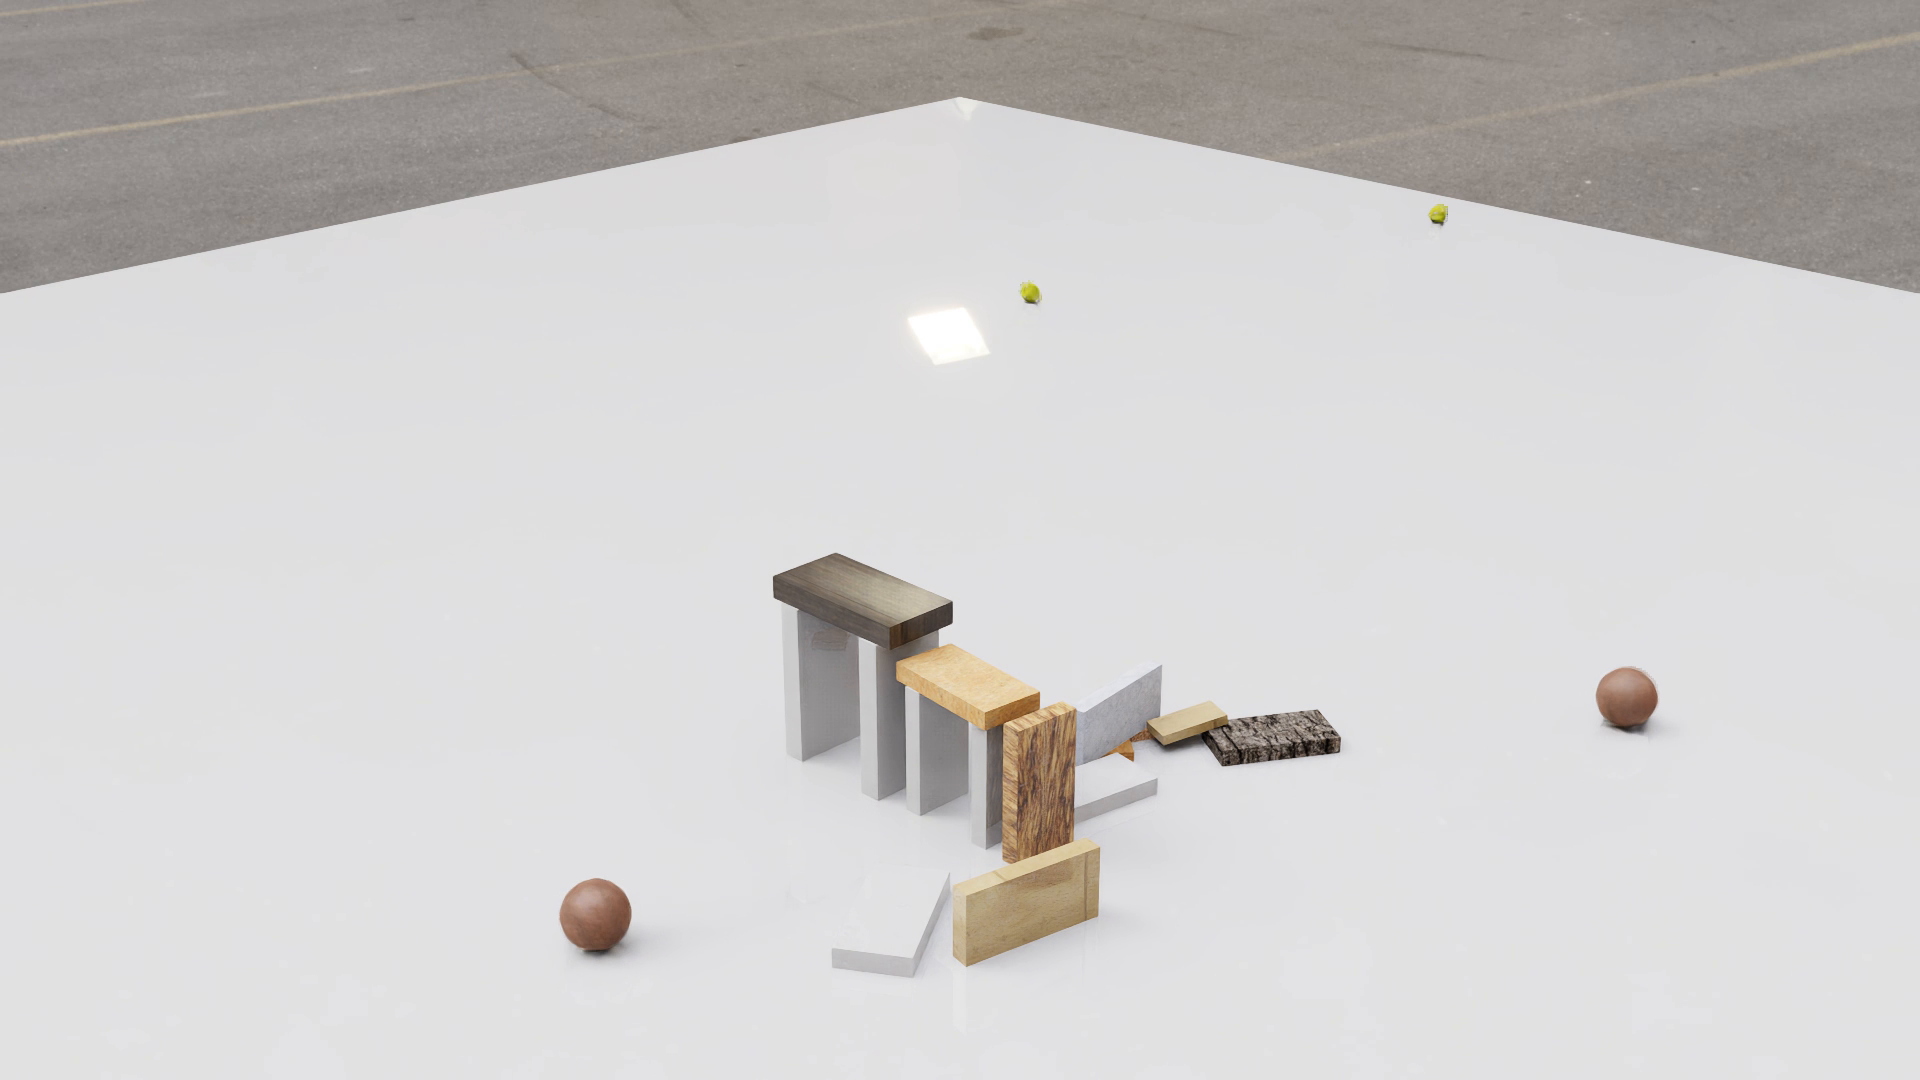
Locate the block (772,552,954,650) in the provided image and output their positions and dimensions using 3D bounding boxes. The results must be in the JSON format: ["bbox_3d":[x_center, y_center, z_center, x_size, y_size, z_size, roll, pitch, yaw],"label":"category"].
[{"bbox_3d":[-0.201,0.122,4.506,0.176,0.050,0.353,-21,31,-41],"label":"block"}]

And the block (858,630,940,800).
[{"bbox_3d":[-0.123,0.341,4.505,0.050,0.353,0.176,21,31,41],"label":"block"}]

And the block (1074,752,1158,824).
[{"bbox_3d":[0.259,0.514,4.501,0.265,0.038,0.133,-15,27,-32],"label":"block"}]

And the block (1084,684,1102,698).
[{"bbox_3d":[0.302,0.359,4.865,0.046,0.013,0.092,-39,22,10],"label":"block"}]

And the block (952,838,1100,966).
[{"bbox_3d":[0.123,0.659,4.016,0.299,0.149,0.042,-15,27,-31],"label":"block"}]

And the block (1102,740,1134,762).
[{"bbox_3d":[0.287,0.446,4.680,0.156,0.022,0.078,-2,23,-5],"label":"block"}]

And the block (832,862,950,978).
[{"bbox_3d":[-0.124,0.698,4.061,0.149,0.042,0.299,5,23,12],"label":"block"}]

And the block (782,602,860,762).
[{"bbox_3d":[-0.290,0.276,4.659,0.050,0.353,0.176,21,31,41],"label":"block"}]

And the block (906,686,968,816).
[{"bbox_3d":[-0.045,0.406,4.448,0.139,0.278,0.039,-21,31,-41],"label":"block"}]

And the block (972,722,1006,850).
[{"bbox_3d":[0.086,0.457,4.327,0.139,0.278,0.039,-21,31,-41],"label":"block"}]

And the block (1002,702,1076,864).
[{"bbox_3d":[0.154,0.474,4.261,0.149,0.299,0.042,-18,29,-36],"label":"block"}]

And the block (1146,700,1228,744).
[{"bbox_3d":[0.488,0.392,4.724,0.156,0.022,0.078,-16,26,-17],"label":"block"}]

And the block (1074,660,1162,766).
[{"bbox_3d":[0.331,0.368,4.668,0.038,0.133,0.289,17,29,35],"label":"block"}]

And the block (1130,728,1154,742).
[{"bbox_3d":[0.379,0.392,4.809,0.078,0.022,0.156,-8,24,-19],"label":"block"}]

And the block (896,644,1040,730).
[{"bbox_3d":[0.014,0.286,4.324,0.139,0.039,0.278,-17,29,-35],"label":"block"}]

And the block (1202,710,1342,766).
[{"bbox_3d":[0.666,0.423,4.715,0.266,0.038,0.133,-5,24,-12],"label":"block"}]
